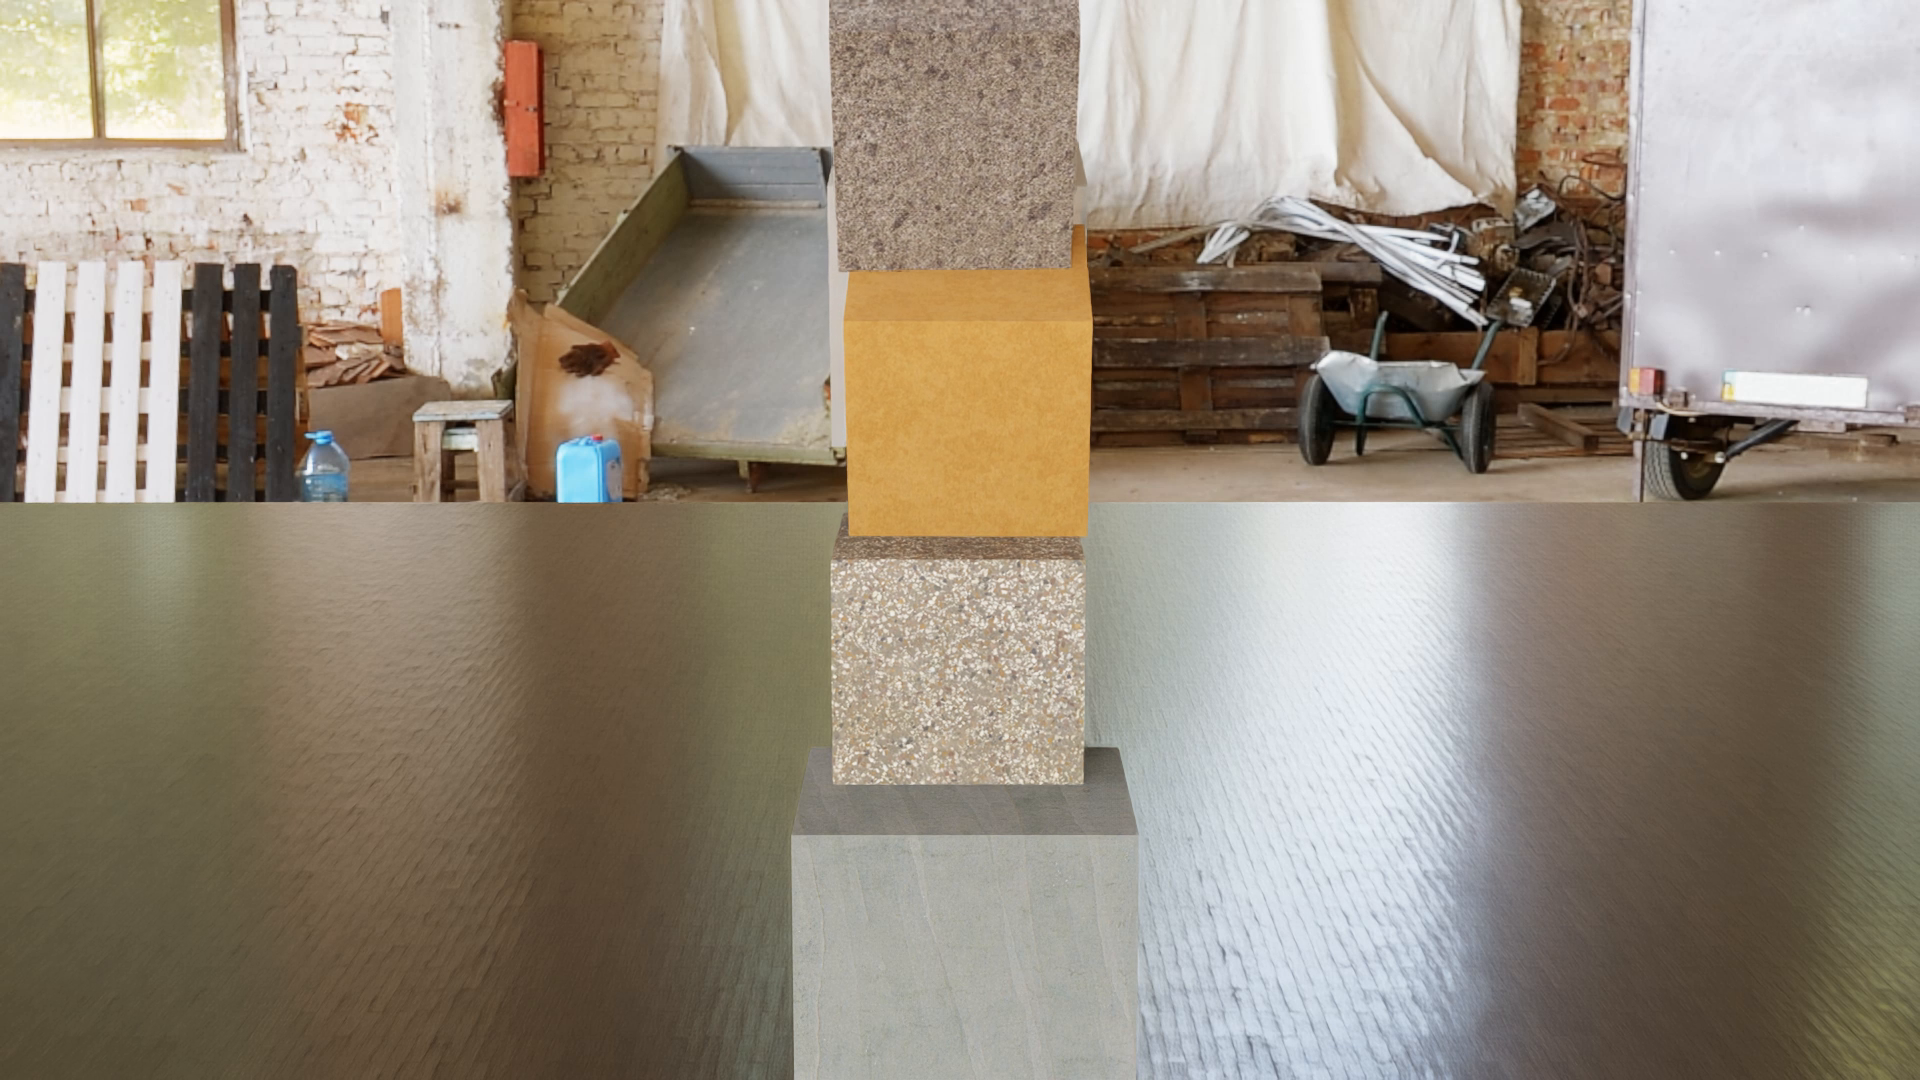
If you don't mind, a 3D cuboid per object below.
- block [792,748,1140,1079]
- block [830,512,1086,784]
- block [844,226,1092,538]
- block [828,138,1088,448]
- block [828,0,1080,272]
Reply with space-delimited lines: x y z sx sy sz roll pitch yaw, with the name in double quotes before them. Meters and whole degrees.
"block" 0.018 1.366 9.443 1.191 0.934 1.167 0 10 0
"block" -0.006 0.395 9.823 0.920 0.840 1.003 0 10 0
"block" 0.035 -0.628 9.920 0.903 0.888 0.947 0 28 1
"block" -0.010 -1.063 10.858 1.037 1.091 0.981 0 20 0
"block" -0.028 -1.725 9.644 0.880 1.079 0.922 -1 46 -1
